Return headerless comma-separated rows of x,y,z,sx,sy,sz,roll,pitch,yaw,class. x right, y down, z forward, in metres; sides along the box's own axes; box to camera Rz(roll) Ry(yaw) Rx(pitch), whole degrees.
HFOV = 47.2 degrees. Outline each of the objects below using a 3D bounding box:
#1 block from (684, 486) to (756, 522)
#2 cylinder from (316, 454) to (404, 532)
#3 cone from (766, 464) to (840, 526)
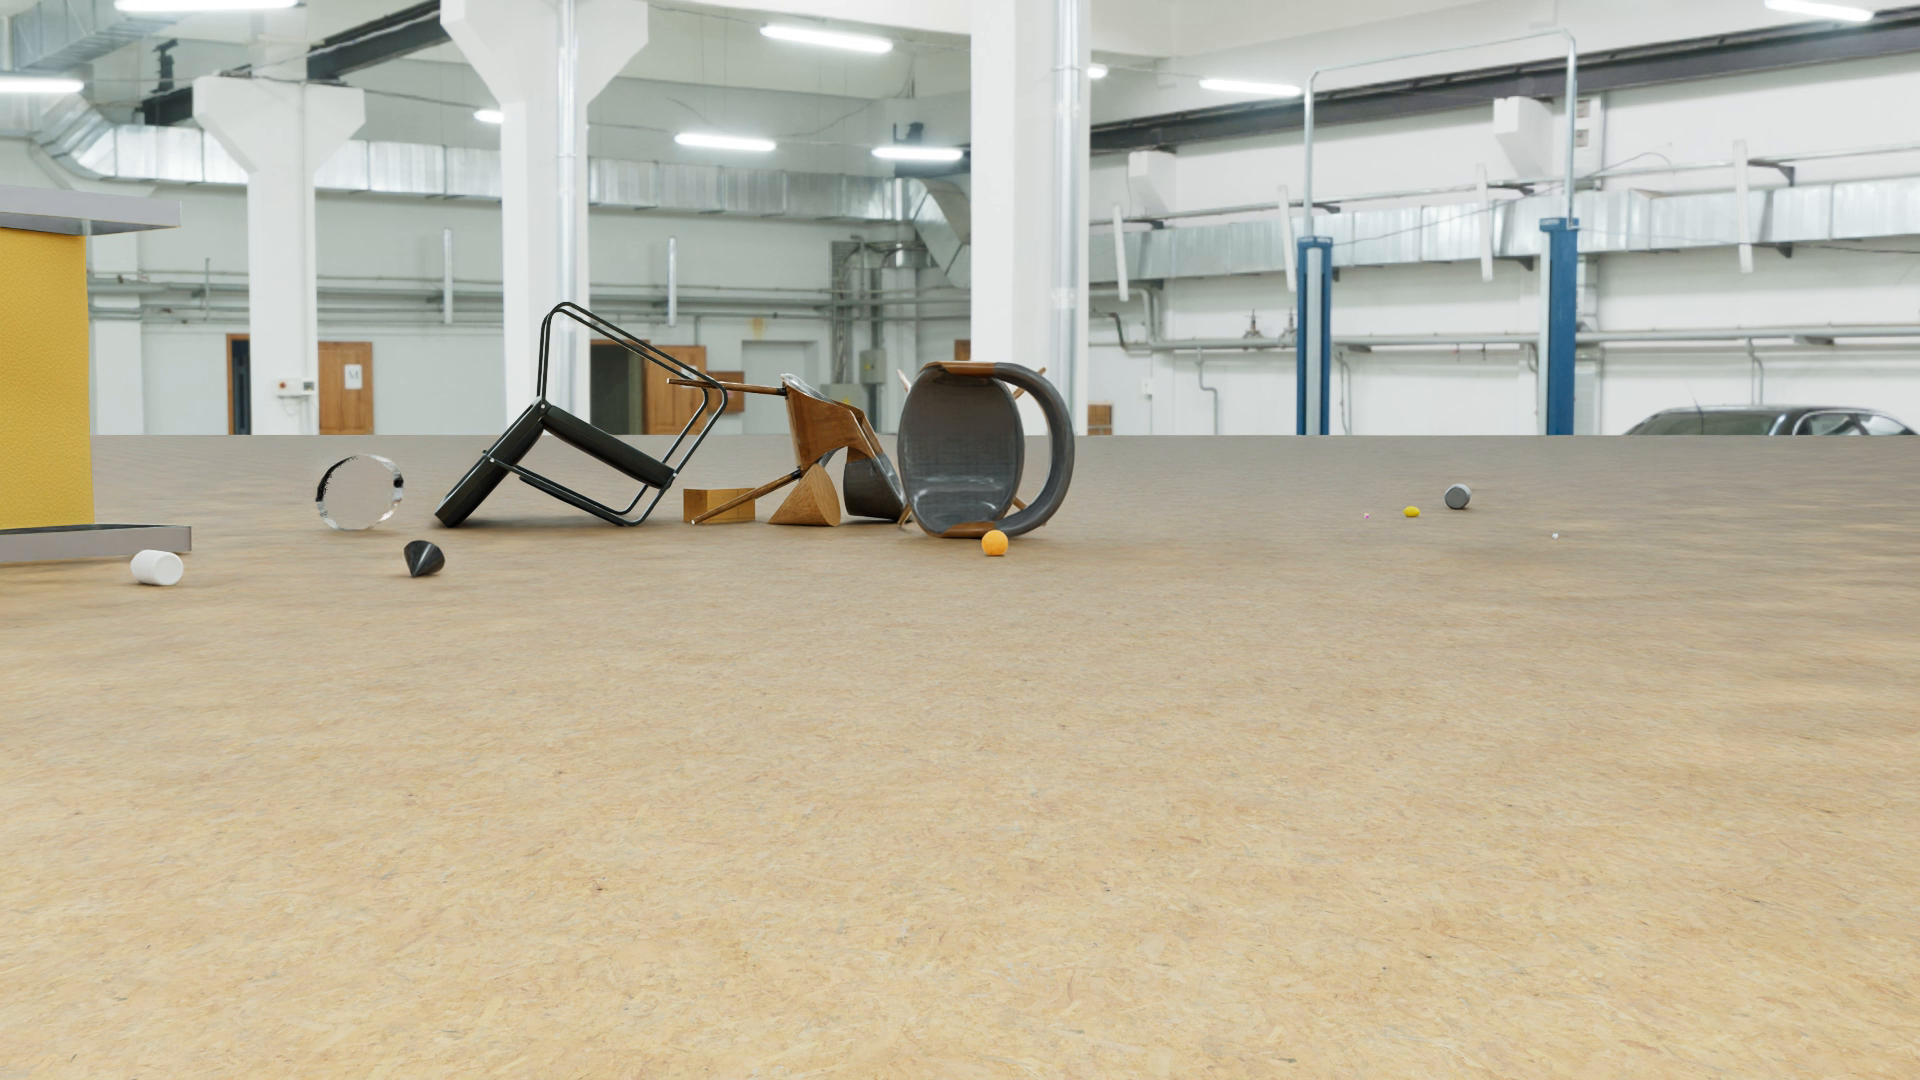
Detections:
-0.820,-0.121,7.491,0.129,0.112,0.209,4,5,44,block
-1.907,-0.150,6.996,0.260,0.222,0.127,-39,4,2,cylinder
-0.543,-0.101,7.269,0.249,0.228,0.153,-25,-21,25,cone
